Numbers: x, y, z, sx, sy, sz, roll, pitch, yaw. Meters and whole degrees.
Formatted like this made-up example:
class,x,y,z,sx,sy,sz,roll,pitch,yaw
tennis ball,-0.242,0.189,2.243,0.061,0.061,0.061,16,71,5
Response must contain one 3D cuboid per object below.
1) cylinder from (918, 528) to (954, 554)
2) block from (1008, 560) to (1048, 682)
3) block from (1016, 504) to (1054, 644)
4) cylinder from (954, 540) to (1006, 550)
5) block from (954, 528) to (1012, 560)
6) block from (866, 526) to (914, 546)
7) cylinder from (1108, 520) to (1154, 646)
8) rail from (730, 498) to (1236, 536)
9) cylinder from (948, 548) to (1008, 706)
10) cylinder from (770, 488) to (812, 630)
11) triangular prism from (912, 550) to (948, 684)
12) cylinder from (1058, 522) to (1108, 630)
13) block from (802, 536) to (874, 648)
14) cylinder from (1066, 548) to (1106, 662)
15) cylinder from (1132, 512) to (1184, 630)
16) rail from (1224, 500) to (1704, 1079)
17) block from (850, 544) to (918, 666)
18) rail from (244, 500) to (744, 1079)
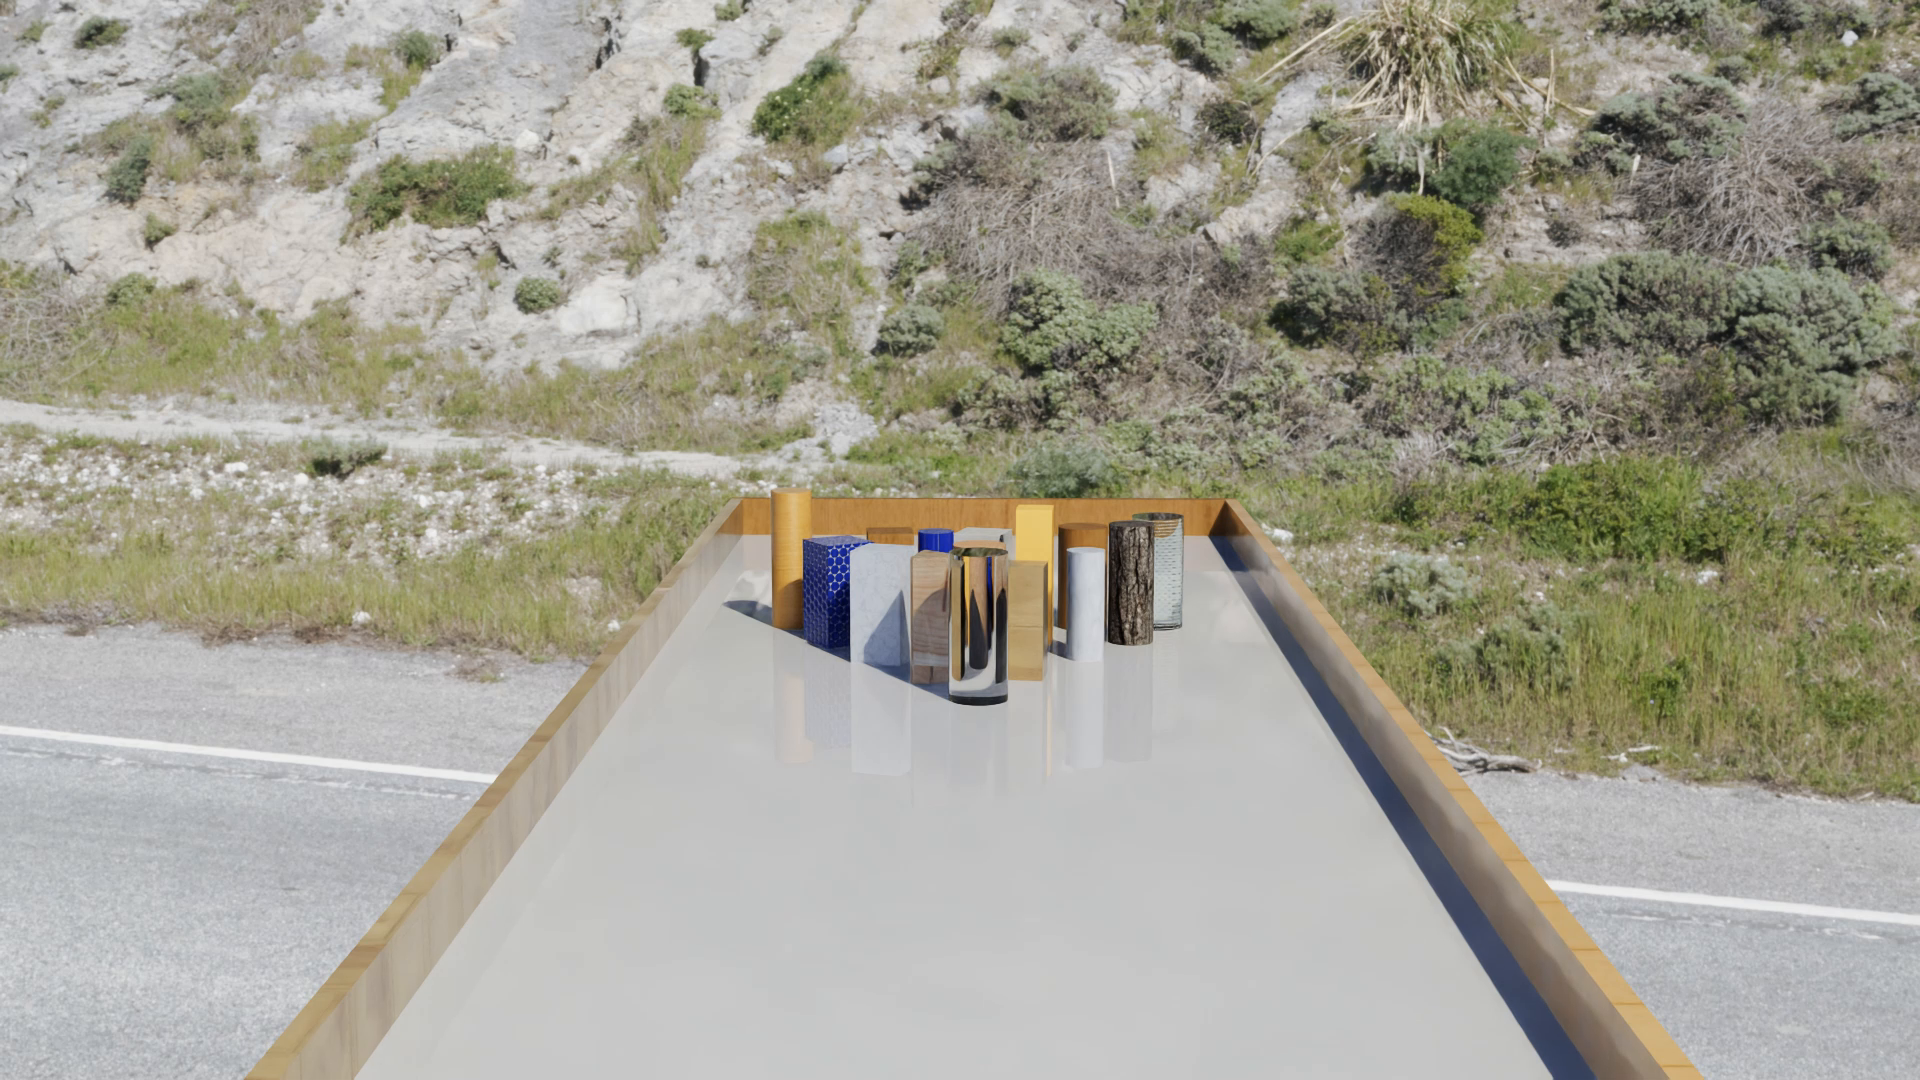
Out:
class,x,y,z,sx,sy,sz,roll,pitch,yaw
cylinder,-0.075,0.150,6.914,0.114,0.360,0.114,0,9,0
block,0.189,0.235,6.454,0.124,0.336,0.124,1,9,9
block,0.236,0.109,6.954,0.112,0.428,0.112,1,9,5
cylinder,0.058,0.189,6.671,0.160,0.358,0.160,0,9,0
block,0.075,0.129,7.180,0.155,0.318,0.155,3,9,16
block,-0.228,0.127,7.191,0.148,0.319,0.148,-1,9,-5
cylinder,0.541,0.135,6.952,0.143,0.377,0.143,0,9,0
rail,0.099,-0.098,9.147,2.100,0.150,0.050,0,9,1
cylinder,0.052,0.241,6.154,0.168,0.419,0.168,0,9,0
cylinder,-0.550,0.060,7.198,0.134,0.449,0.134,0,9,0
triangular prism,-0.086,0.221,6.425,0.147,0.371,0.127,-3,9,-15
cylinder,0.401,0.119,7.197,0.162,0.332,0.162,0,9,0
block,-0.384,0.161,6.956,0.165,0.324,0.165,-6,11,-32
cylinder,0.383,0.196,6.708,0.117,0.334,0.117,0,9,0
cylinder,0.646,0.102,7.205,0.170,0.364,0.170,0,9,0
rail,1.046,0.843,3.208,0.050,0.150,12.000,0,9,1
block,-0.231,0.194,6.689,0.159,0.342,0.159,3,9,18
rail,-1.004,0.839,3.234,0.050,0.150,12.000,0,9,1
